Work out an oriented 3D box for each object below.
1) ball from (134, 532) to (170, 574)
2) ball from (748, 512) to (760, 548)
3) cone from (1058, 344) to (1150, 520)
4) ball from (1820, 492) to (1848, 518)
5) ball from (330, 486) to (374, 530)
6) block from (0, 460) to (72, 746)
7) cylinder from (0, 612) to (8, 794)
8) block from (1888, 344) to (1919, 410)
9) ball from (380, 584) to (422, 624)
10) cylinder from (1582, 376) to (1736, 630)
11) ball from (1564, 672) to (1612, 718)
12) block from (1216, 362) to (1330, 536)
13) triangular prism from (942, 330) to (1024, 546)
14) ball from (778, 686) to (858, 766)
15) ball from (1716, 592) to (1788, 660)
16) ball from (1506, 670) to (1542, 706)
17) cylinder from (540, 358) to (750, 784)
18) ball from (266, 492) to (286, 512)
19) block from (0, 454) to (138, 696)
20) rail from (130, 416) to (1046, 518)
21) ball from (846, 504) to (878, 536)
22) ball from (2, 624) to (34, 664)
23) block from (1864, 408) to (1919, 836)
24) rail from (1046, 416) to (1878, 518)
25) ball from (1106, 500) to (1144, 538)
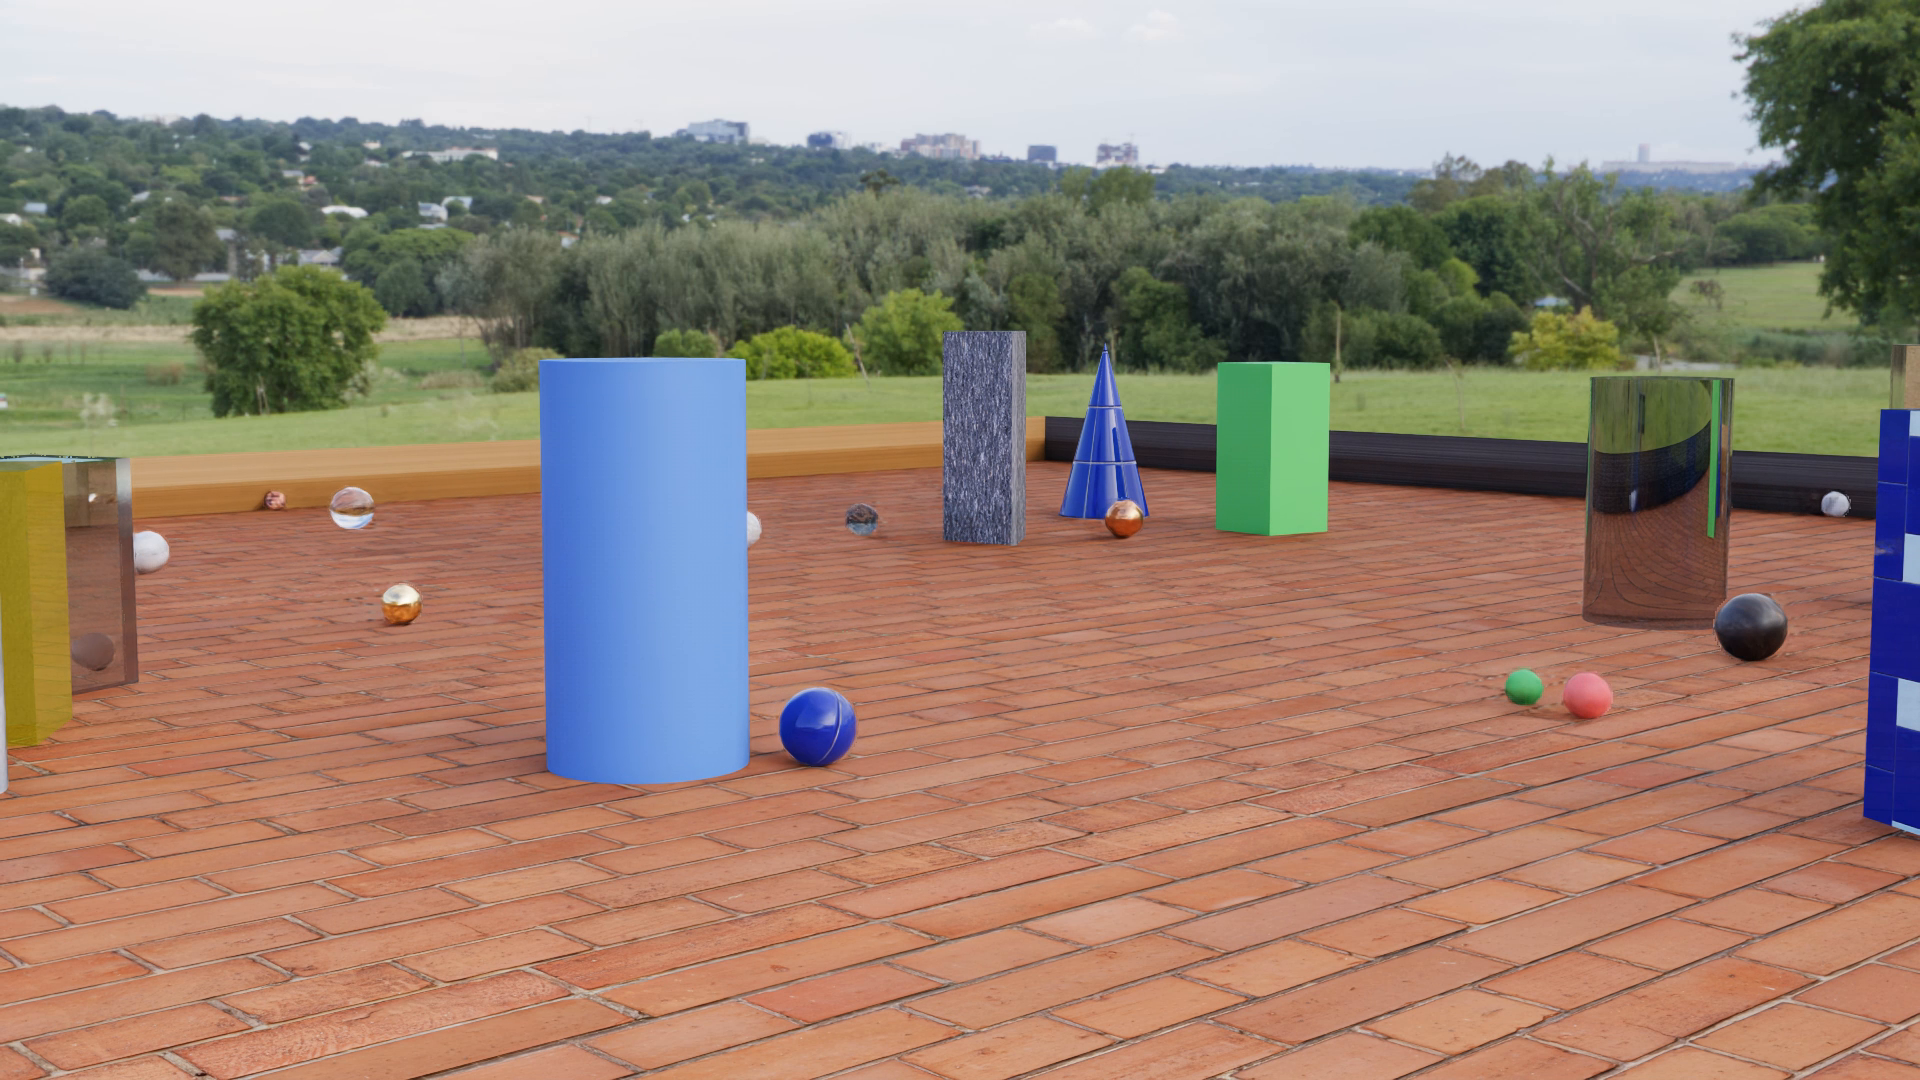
[{"bbox_3d":[-1.379,0.021,3.733,0.072,0.072,0.072,0,6,0],"label":"ball"},{"bbox_3d":[-0.410,-0.019,4.131,0.071,0.071,0.071,0,6,0],"label":"ball"},{"bbox_3d":[0.315,-0.242,4.787,0.199,0.377,0.199,0,6,0],"label":"cone"},{"bbox_3d":[1.889,-0.076,4.748,0.056,0.056,0.056,0,6,0],"label":"ball"},{"bbox_3d":[-1.237,-0.064,4.476,0.088,0.088,0.088,0,6,0],"label":"ball"},{"bbox_3d":[-1.039,0.064,2.309,0.159,0.283,0.159,-1,6,-9],"label":"block"},{"bbox_3d":[-0.986,0.009,2.007,0.199,0.454,0.199,0,6,0],"label":"cylinder"},{"bbox_3d":[1.482,-0.094,3.291,0.159,0.394,0.159,2,6,15],"label":"block"},{"bbox_3d":[-0.796,0.092,3.133,0.057,0.057,0.057,0,6,0],"label":"ball"},{"bbox_3d":[1.000,-0.057,3.152,0.199,0.349,0.199,0,6,0],"label":"cylinder"},{"bbox_3d":[0.687,0.170,2.408,0.050,0.050,0.050,0,6,0],"label":"ball"},{"bbox_3d":[0.634,-0.189,4.459,0.159,0.340,0.159,-4,7,-35],"label":"block"},{"bbox_3d":[0.081,-0.203,4.277,0.172,0.405,0.149,5,7,37],"label":"triangular prism"},{"bbox_3d":[-0.139,0.183,2.160,0.077,0.077,0.077,0,6,0],"label":"ball"},{"bbox_3d":[1.010,0.111,2.806,0.087,0.087,0.087,0,6,0],"label":"ball"},{"bbox_3d":[0.637,0.167,2.486,0.041,0.041,0.041,0,6,0],"label":"ball"},{"bbox_3d":[-0.308,0.023,2.153,0.199,0.397,0.199,0,6,0],"label":"cylinder"},{"bbox_3d":[-1.525,-0.086,4.901,0.044,0.044,0.044,0,6,0],"label":"ball"},{"bbox_3d":[-1.093,0.041,2.592,0.159,0.270,0.159,3,7,25],"label":"block"},{"bbox_3d":[-1.500,-0.135,4.949,4.821,0.129,0.045,-5,8,-42],"label":"rail"},{"bbox_3d":[-0.193,-0.039,4.365,0.062,0.062,0.062,0,6,0],"label":"ball"},{"bbox_3d":[-1.194,0.132,2.774,0.051,0.051,0.051,0,6,0],"label":"ball"},{"bbox_3d":[0.896,0.071,1.869,0.159,0.360,0.159,-2,6,-15],"label":"block"},{"bbox_3d":[1.754,-0.134,4.942,0.045,0.129,4.472,-5,8,-42],"label":"rail"},{"bbox_3d":[0.323,-0.041,4.323,0.074,0.074,0.074,0,6,0],"label":"ball"}]
